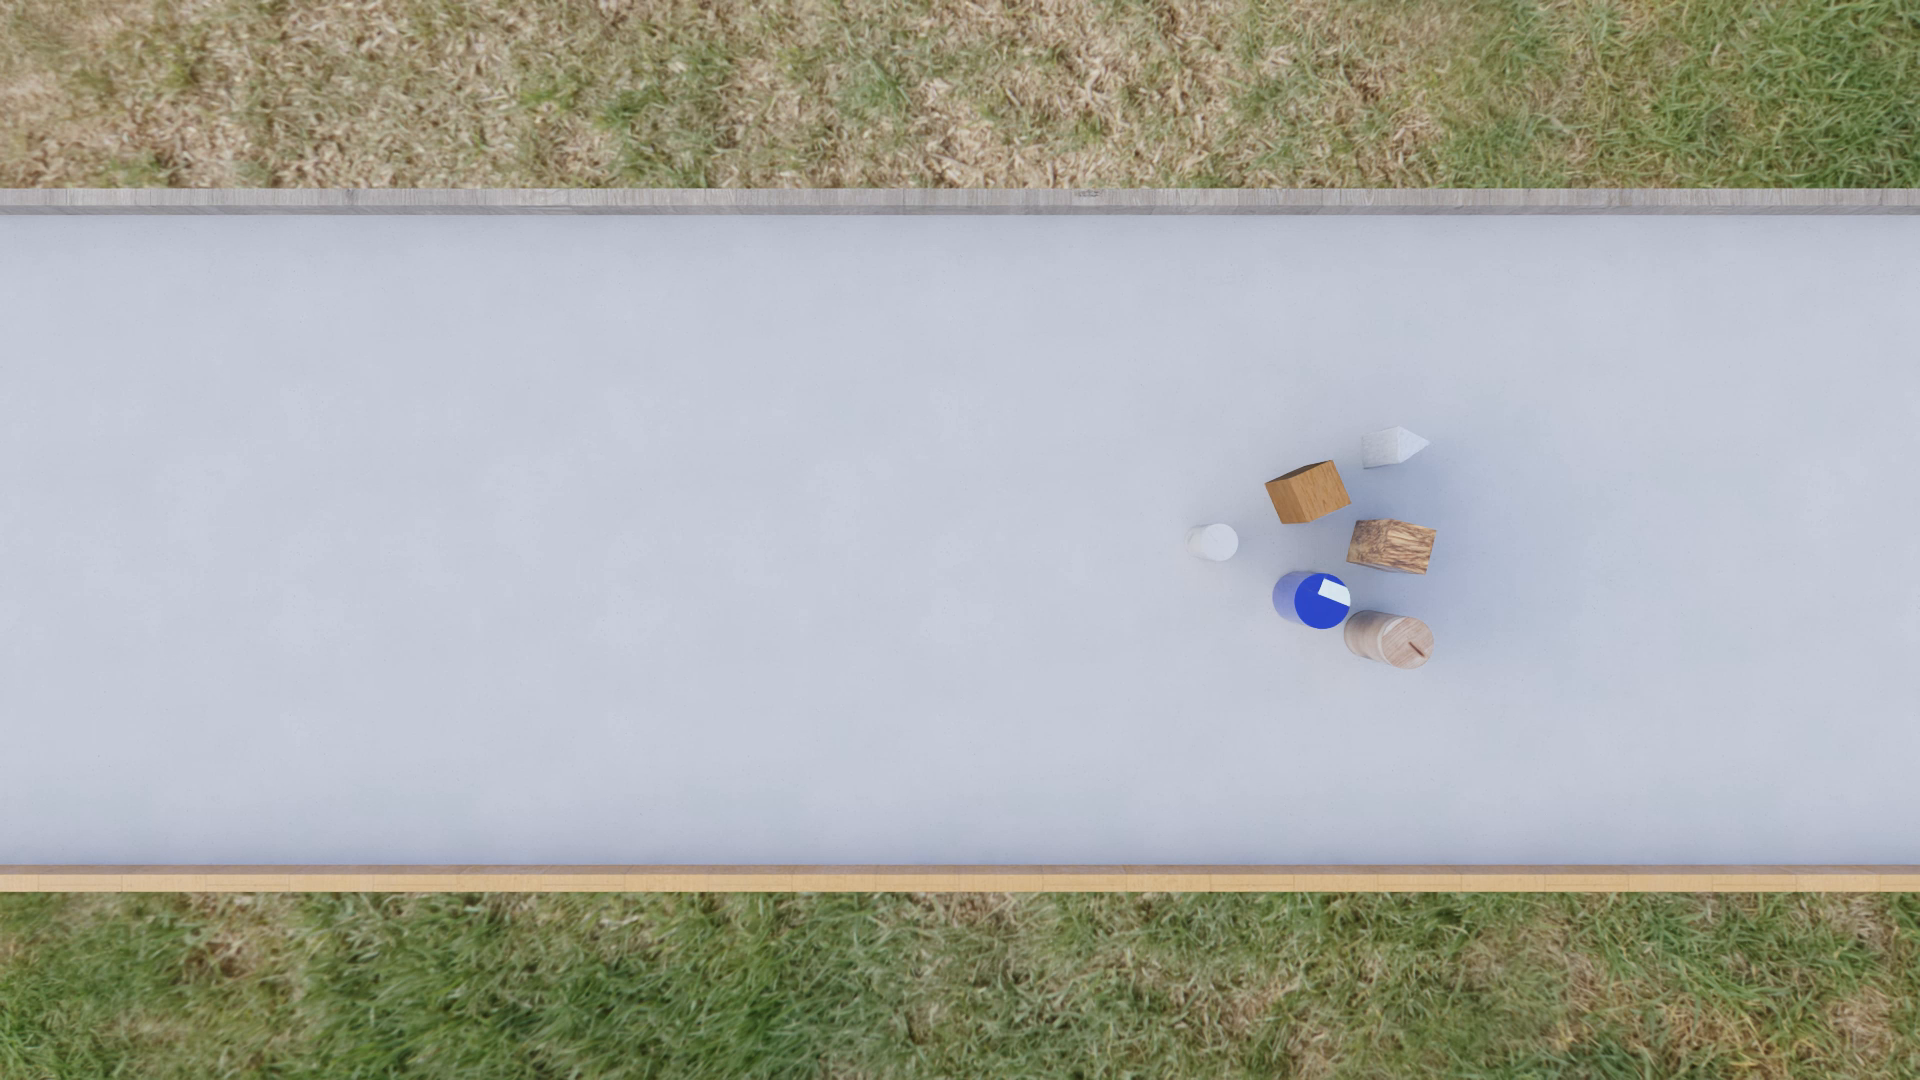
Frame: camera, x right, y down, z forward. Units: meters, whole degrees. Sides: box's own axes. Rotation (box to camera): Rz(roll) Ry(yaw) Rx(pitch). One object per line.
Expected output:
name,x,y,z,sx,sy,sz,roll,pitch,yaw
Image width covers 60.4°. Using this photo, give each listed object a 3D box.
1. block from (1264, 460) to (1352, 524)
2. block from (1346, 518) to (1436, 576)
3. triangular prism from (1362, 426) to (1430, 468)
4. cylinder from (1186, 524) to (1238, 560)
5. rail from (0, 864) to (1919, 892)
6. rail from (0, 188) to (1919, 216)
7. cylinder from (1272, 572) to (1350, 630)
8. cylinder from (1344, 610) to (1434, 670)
block,1.026,-0.139,4.887,0.136,0.379,0.136,-24,90,0
block,1.267,0.019,4.866,0.130,0.422,0.130,15,90,0
triangular prism,1.263,-0.285,4.872,0.104,0.409,0.090,-33,90,0
cylinder,0.747,0.006,4.910,0.107,0.333,0.107,0,90,0
rail,-2.247,1.025,5.001,12.000,0.150,0.050,0,90,0
rail,-2.247,-1.025,5.002,12.000,0.150,0.050,0,90,0
cylinder,1.041,0.176,4.908,0.161,0.337,0.161,0,90,0
cylinder,1.254,0.289,4.849,0.147,0.456,0.147,0,90,0
